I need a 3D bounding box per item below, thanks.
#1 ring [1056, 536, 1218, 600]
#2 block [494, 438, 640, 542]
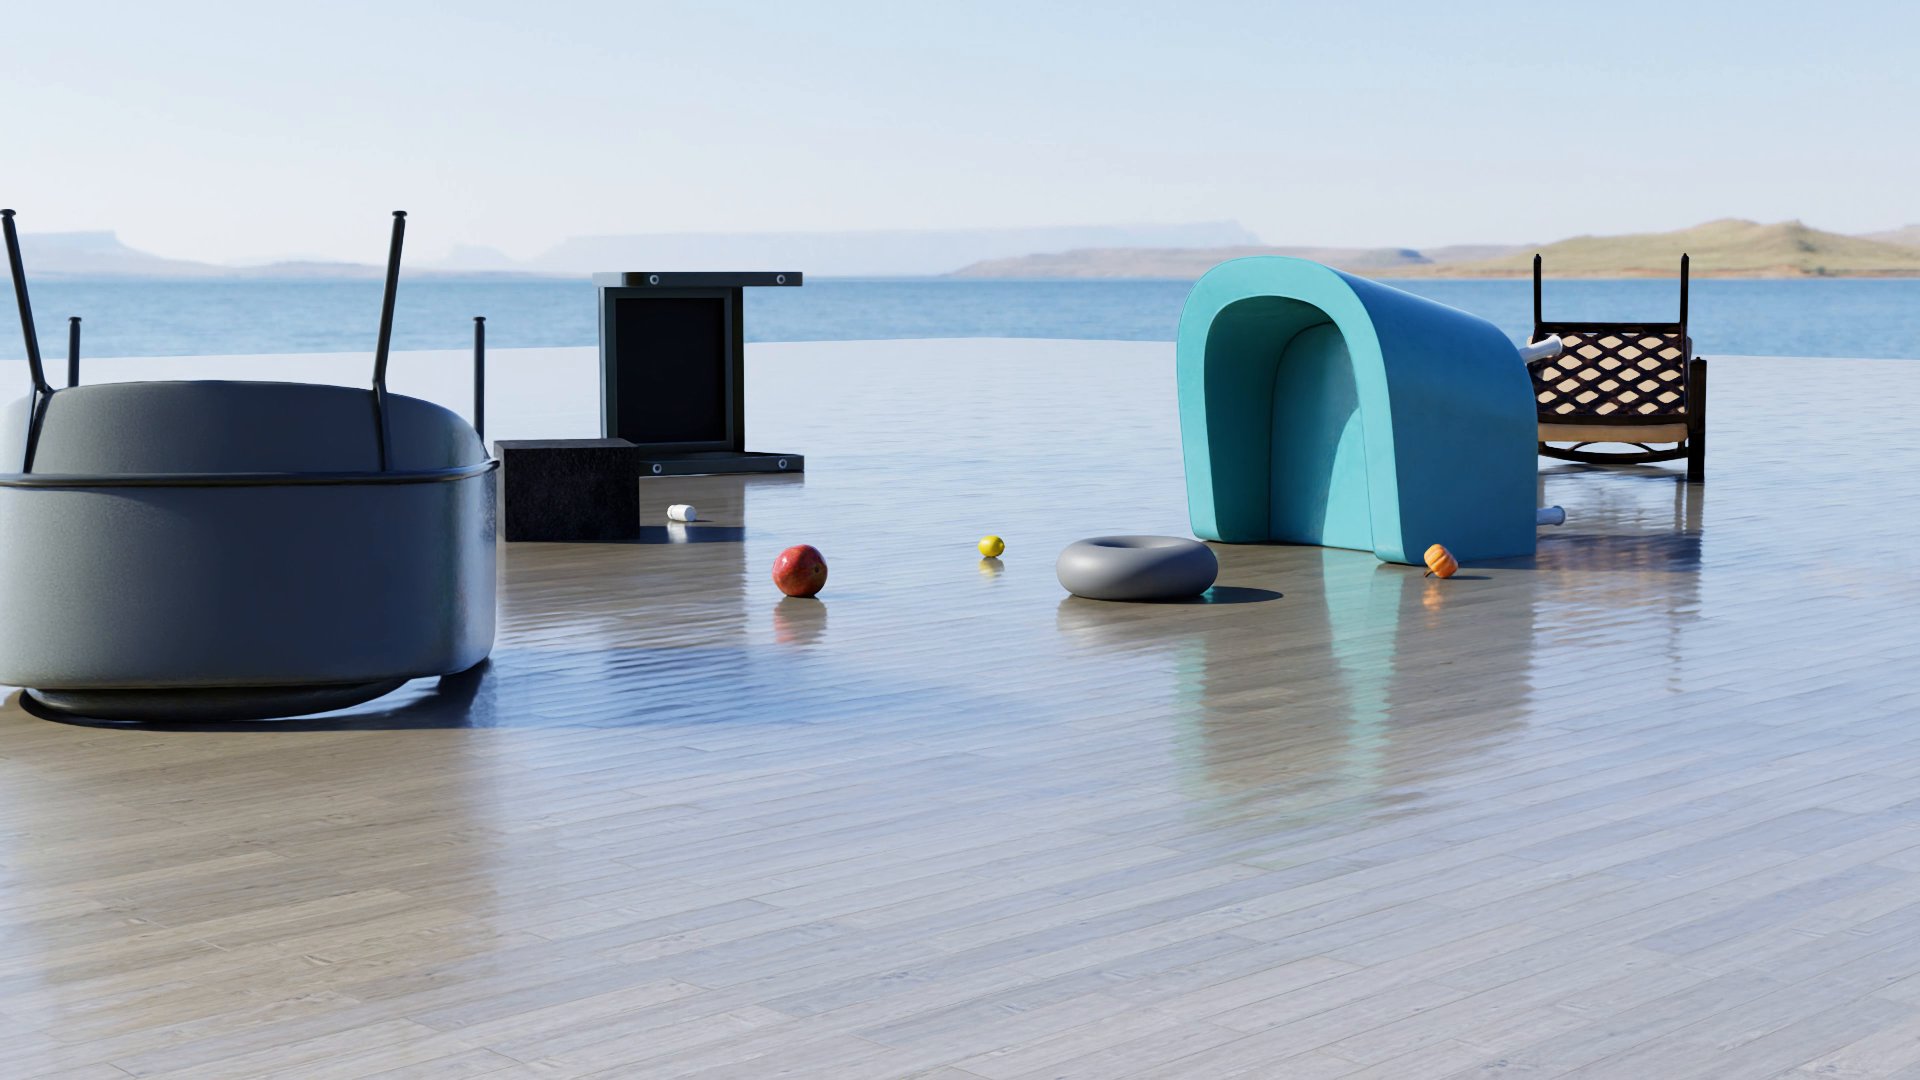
[{"bbox_3d":[0.367,0.058,5.324,0.337,0.110,0.326,-2,7,-16],"label":"ring"},{"bbox_3d":[-1.010,-0.132,6.562,0.334,0.231,0.353,-2,6,-14],"label":"block"}]
